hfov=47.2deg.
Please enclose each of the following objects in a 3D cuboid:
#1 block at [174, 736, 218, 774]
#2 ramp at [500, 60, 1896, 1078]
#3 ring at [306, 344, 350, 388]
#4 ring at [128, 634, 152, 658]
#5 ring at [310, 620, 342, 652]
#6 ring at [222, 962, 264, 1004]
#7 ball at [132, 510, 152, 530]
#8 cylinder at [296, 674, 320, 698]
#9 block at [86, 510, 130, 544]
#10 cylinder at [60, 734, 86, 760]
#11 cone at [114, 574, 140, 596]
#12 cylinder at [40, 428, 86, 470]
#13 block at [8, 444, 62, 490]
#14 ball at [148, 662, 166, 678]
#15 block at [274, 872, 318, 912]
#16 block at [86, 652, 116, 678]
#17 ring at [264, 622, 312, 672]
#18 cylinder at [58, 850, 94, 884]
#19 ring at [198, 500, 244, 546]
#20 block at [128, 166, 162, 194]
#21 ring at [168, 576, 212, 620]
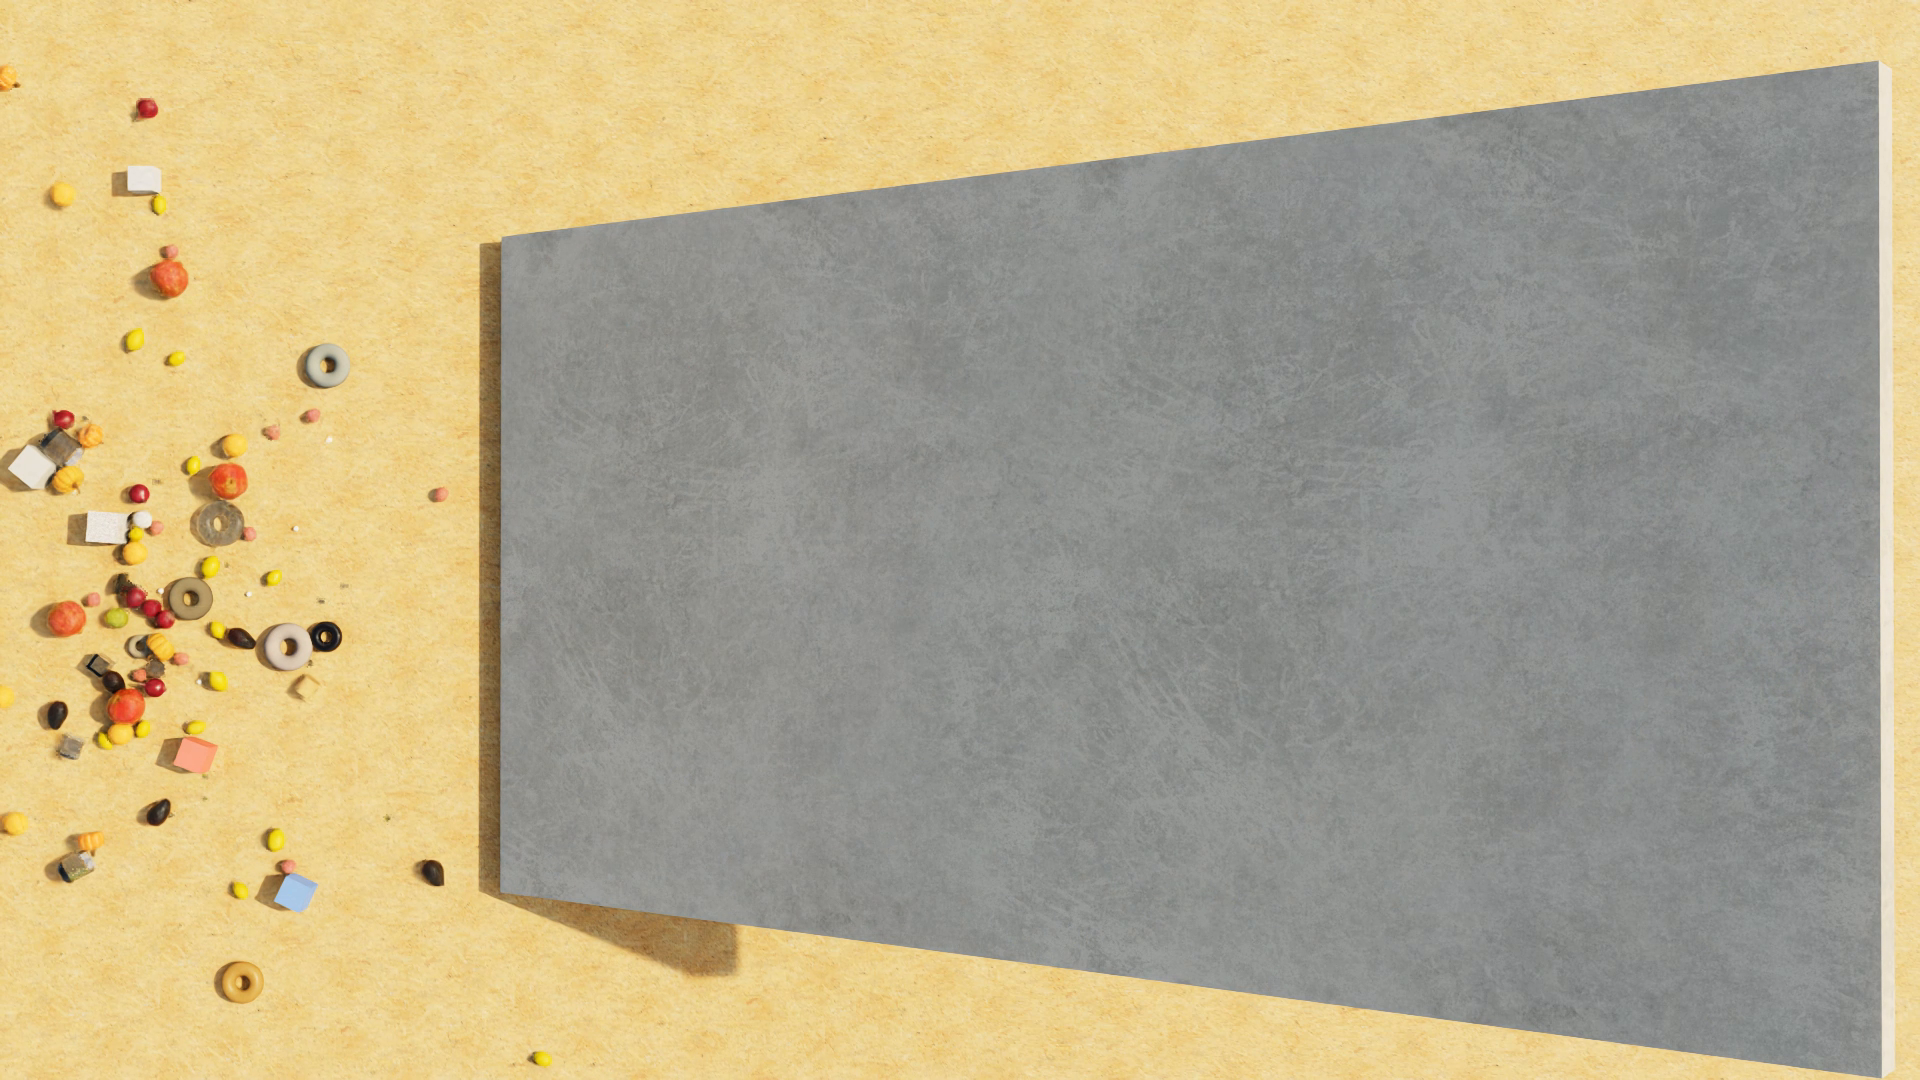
[{"bbox_3d":[-2.341,0.659,6.741,0.085,0.085,0.085,21,90,0],"label":"block"},{"bbox_3d":[0.233,0.065,5.553,4.000,0.100,2.000,0,89,37],"label":"ramp"},{"bbox_3d":[-1.947,-0.537,6.769,0.139,0.046,0.139,0,89,-1],"label":"ring"},{"bbox_3d":[-2.525,0.328,6.773,0.075,0.025,0.075,0,88,-1],"label":"ring"},{"bbox_3d":[-1.951,0.298,6.770,0.098,0.033,0.098,0,90,-3],"label":"ring"},{"bbox_3d":[-2.204,1.360,6.757,0.130,0.043,0.130,0,89,-1],"label":"ring"},{"bbox_3d":[-2.514,-0.062,6.760,0.057,0.057,0.057,0,90,0],"label":"ball"},{"bbox_3d":[-2.004,0.450,6.758,0.053,0.053,0.053,38,90,0],"label":"cylinder"},{"bbox_3d":[-2.612,-0.039,6.742,0.093,0.093,0.093,4,90,0],"label":"block"},{"bbox_3d":[-2.726,0.636,6.754,0.060,0.060,0.060,21,90,0],"label":"cylinder"},{"bbox_3d":[-2.558,0.142,6.771,0.071,0.071,0.071,11,90,-32],"label":"cone"},{"bbox_3d":[-2.753,-0.280,6.744,0.093,0.093,0.093,40,90,0],"label":"cylinder"},{"bbox_3d":[-2.832,-0.223,6.742,0.095,0.095,0.095,40,90,0],"label":"block"},{"bbox_3d":[-2.470,0.399,6.759,0.053,0.053,0.053,0,90,0],"label":"ball"},{"bbox_3d":[-2.033,1.080,6.738,0.084,0.084,0.084,26,90,0],"label":"block"},{"bbox_3d":[-2.640,0.384,6.759,0.052,0.052,0.052,37,90,0],"label":"block"},{"bbox_3d":[-2.066,0.329,6.761,0.150,0.050,0.150,0,88,1],"label":"ring"},{"bbox_3d":[-2.711,1.002,6.743,0.076,0.076,0.076,-29,90,0],"label":"cylinder"},{"bbox_3d":[-2.272,-0.051,6.765,0.143,0.048,0.143,0,90,-1],"label":"ring"},{"bbox_3d":[-2.506,-1.106,6.759,0.075,0.075,0.075,0,90,0],"label":"block"},{"bbox_3d":[-2.366,0.180,6.765,0.135,0.045,0.135,0,90,-1],"label":"ring"}]
